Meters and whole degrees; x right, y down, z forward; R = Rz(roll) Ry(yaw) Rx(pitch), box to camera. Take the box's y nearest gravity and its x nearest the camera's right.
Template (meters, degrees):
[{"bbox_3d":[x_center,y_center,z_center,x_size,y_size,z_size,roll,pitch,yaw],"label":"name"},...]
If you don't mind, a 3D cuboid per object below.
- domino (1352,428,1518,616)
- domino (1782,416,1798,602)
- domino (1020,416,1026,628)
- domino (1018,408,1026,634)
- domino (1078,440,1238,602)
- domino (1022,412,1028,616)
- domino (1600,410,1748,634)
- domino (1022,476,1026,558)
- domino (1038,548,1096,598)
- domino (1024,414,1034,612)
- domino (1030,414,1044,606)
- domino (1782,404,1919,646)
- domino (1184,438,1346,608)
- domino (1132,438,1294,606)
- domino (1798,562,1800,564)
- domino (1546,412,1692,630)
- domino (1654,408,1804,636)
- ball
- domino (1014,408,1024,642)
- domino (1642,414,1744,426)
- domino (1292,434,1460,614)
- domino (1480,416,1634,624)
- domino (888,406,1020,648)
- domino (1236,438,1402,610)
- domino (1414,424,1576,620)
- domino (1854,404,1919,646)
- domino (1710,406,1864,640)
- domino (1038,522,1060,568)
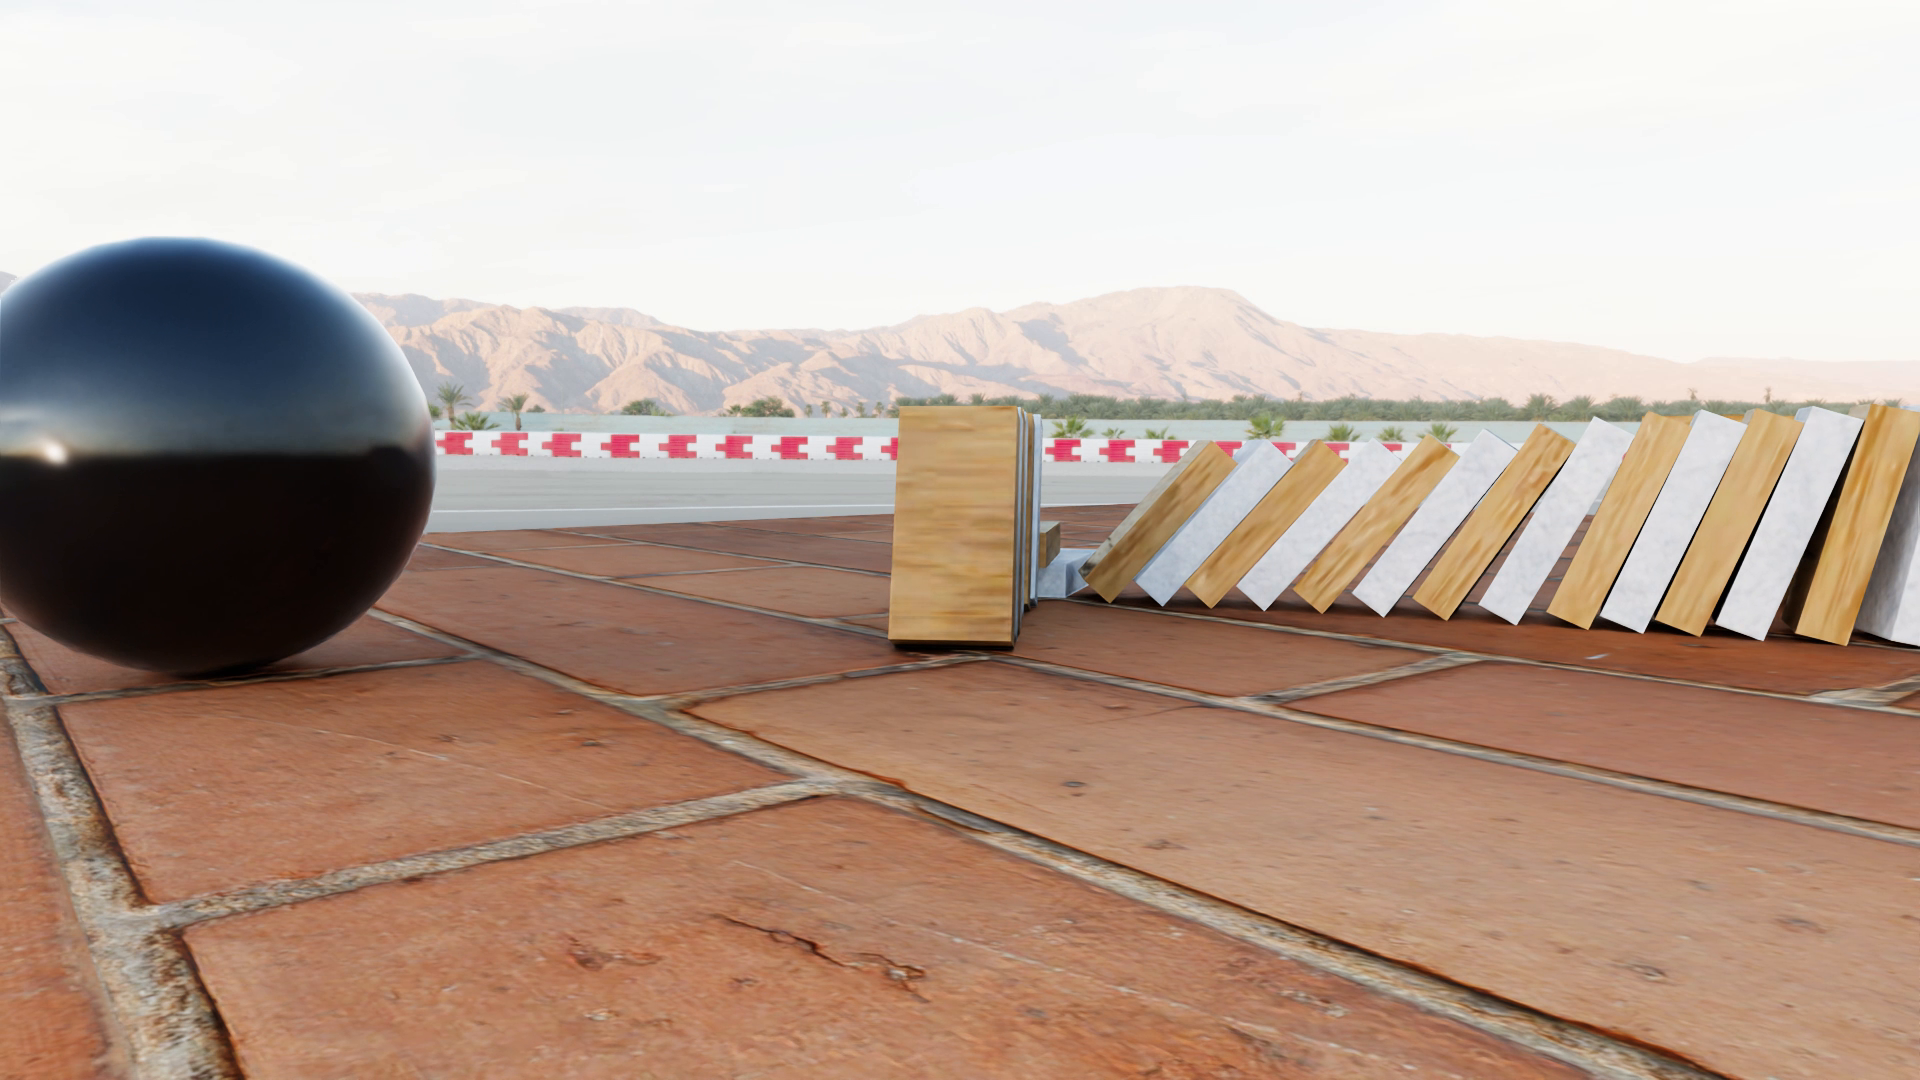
[{"bbox_3d":[0.119,-0.005,0.320,0.009,0.050,0.025,39,18,17],"label":"domino"},{"bbox_3d":[0.222,-0.009,0.358,0.010,0.050,0.025,0,4,3],"label":"domino"},{"bbox_3d":[0.002,-0.005,0.299,0.025,0.050,0.010,1,-14,7],"label":"domino"},{"bbox_3d":[0.001,-0.004,0.289,0.025,0.050,0.009,1,-14,7],"label":"domino"},{"bbox_3d":[0.054,-0.006,0.353,0.010,0.050,0.025,42,4,-2],"label":"domino"},{"bbox_3d":[0.004,-0.007,0.319,0.025,0.050,0.009,1,-14,7],"label":"domino"},{"bbox_3d":[0.163,-0.005,0.295,0.010,0.050,0.025,26,15,23],"label":"domino"},{"bbox_3d":[0.003,-0.006,0.309,0.025,0.050,0.010,1,-14,7],"label":"domino"},{"bbox_3d":[0.024,0.009,0.382,0.025,0.009,0.050,1,4,17],"label":"domino"},{"bbox_3d":[0.006,-0.007,0.330,0.025,0.050,0.009,1,-15,7],"label":"domino"},{"bbox_3d":[0.008,-0.008,0.340,0.025,0.050,0.009,1,-15,8],"label":"domino"},{"bbox_3d":[0.193,-0.004,0.279,0.010,0.050,0.025,16,11,25],"label":"domino"},{"bbox_3d":[0.080,-0.005,0.339,0.009,0.050,0.025,42,11,5],"label":"domino"},{"bbox_3d":[0.066,-0.005,0.345,0.010,0.050,0.025,42,4,-2],"label":"domino"},{"bbox_3d":[0.236,-0.009,0.354,0.010,0.050,0.025,2,5,27],"label":"domino"},{"bbox_3d":[0.154,-0.005,0.301,0.009,0.050,0.025,27,15,23],"label":"domino"},{"bbox_3d":[0.173,-0.004,0.290,0.009,0.050,0.025,25,15,24],"label":"domino"},{"bbox_3d":[-0.140,-0.015,0.237,0.080,0.080,0.080,0,4,0],"label":"ball"},{"bbox_3d":[0.000,-0.004,0.280,0.025,0.050,0.009,0,-14,7],"label":"domino"},{"bbox_3d":[0.197,-0.008,0.345,0.025,0.050,0.010,3,5,34],"label":"domino"},{"bbox_3d":[0.106,-0.004,0.327,0.009,0.050,0.025,42,17,14],"label":"domino"},{"bbox_3d":[0.143,-0.005,0.307,0.010,0.050,0.025,32,17,22],"label":"domino"},{"bbox_3d":[-0.001,-0.003,0.270,0.025,0.050,0.010,0,-14,7],"label":"domino"},{"bbox_3d":[0.093,-0.005,0.333,0.009,0.050,0.025,43,16,11],"label":"domino"},{"bbox_3d":[0.131,-0.005,0.314,0.009,0.050,0.025,37,19,20],"label":"domino"},{"bbox_3d":[0.206,-0.003,0.275,0.009,0.050,0.025,12,7,14],"label":"domino"},{"bbox_3d":[0.182,-0.004,0.285,0.009,0.050,0.025,23,14,24],"label":"domino"},{"bbox_3d":[0.014,0.001,0.368,0.025,0.010,0.050,1,4,9],"label":"domino"}]
